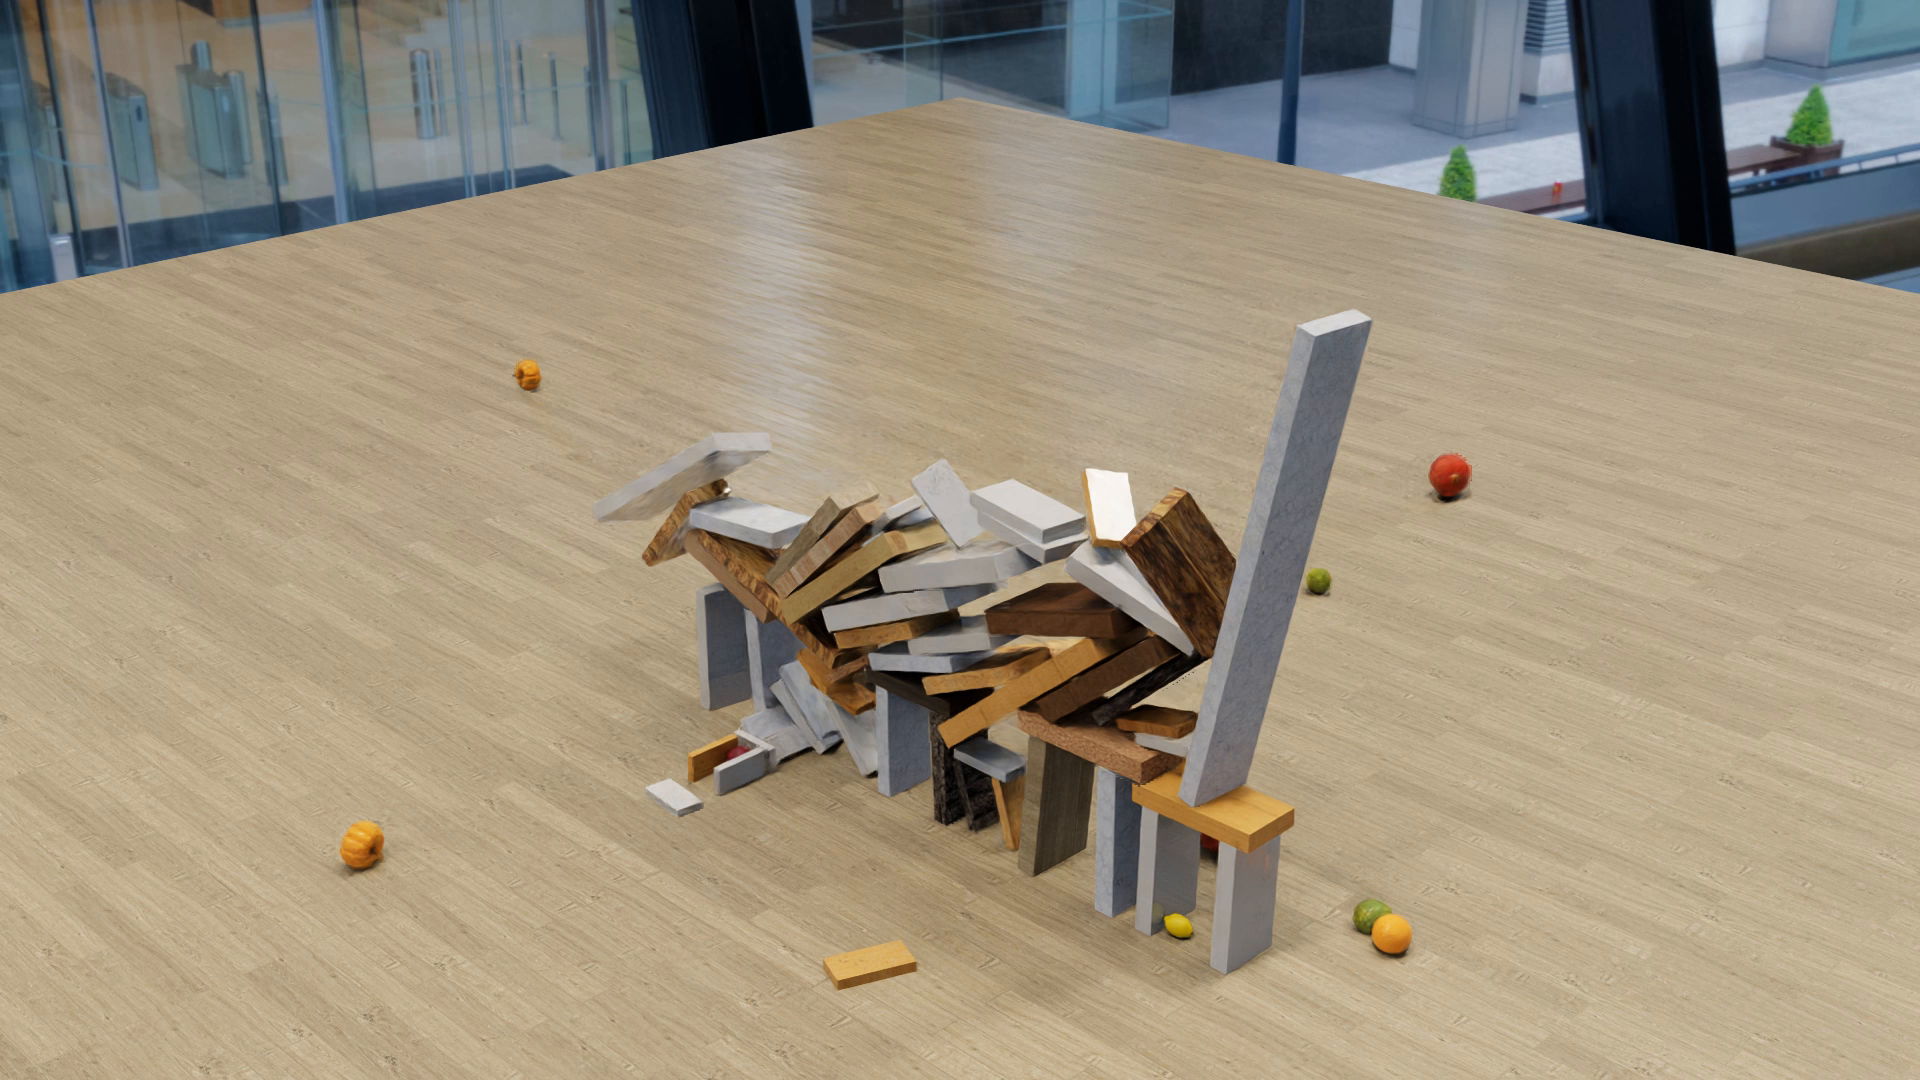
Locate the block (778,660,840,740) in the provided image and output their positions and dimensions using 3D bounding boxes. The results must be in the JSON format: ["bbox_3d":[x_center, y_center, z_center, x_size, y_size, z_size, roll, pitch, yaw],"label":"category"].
[{"bbox_3d":[-0.306,0.336,4.696,0.089,0.025,0.178,-14,63,-45],"label":"block"}]

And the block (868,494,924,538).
[{"bbox_3d":[-0.129,-0.046,4.371,0.079,0.022,0.158,-27,-5,-20],"label":"block"}]

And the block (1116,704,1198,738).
[{"bbox_3d":[0.365,0.328,3.991,0.075,0.021,0.150,-22,18,-39],"label":"block"}]

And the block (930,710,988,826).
[{"bbox_3d":[0.000,0.436,4.415,0.123,0.247,0.035,-21,27,-40],"label":"block"}]

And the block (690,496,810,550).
[{"bbox_3d":[-0.441,-0.038,4.666,0.253,0.036,0.126,15,25,39],"label":"block"}]

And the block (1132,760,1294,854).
[{"bbox_3d":[0.451,0.472,3.926,0.263,0.037,0.131,21,31,40],"label":"block"}]

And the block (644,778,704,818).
[{"bbox_3d":[-0.585,0.528,4.495,0.061,0.017,0.122,-18,29,-36],"label":"block"}]

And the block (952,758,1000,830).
[{"bbox_3d":[0.035,0.498,4.399,0.074,0.148,0.021,-21,12,-41],"label":"block"}]

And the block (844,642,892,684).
[{"bbox_3d":[-0.178,0.270,5.002,0.237,0.034,0.118,-15,27,-31],"label":"block"}]

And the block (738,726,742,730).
[{"bbox_3d":[-0.418,0.410,4.718,0.115,0.058,0.016,-19,9,-38],"label":"block"}]

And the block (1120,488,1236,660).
[{"bbox_3d":[0.395,0.058,3.709,0.137,0.274,0.039,-44,28,-12],"label":"block"}]

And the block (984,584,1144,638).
[{"bbox_3d":[0.220,0.127,4.034,0.168,0.048,0.336,-22,13,-38],"label":"block"}]

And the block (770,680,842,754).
[{"bbox_3d":[-0.321,0.366,4.715,0.178,0.025,0.089,53,40,5],"label":"block"}]

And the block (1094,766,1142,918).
[{"bbox_3d":[0.321,0.538,4.104,0.152,0.303,0.043,-21,30,-41],"label":"block"}]

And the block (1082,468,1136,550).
[{"bbox_3d":[0.267,-0.055,3.921,0.080,0.023,0.160,7,50,-17],"label":"block"}]

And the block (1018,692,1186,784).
[{"bbox_3d":[0.270,0.355,4.084,0.303,0.043,0.152,21,31,40],"label":"block"}]

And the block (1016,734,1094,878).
[{"bbox_3d":[0.189,0.485,4.225,0.152,0.303,0.043,-21,36,-41],"label":"block"}]

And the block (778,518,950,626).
[{"bbox_3d":[-0.194,0.065,4.447,0.349,0.049,0.175,-33,-11,40],"label":"block"}]

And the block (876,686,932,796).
[{"bbox_3d":[-0.113,0.393,4.519,0.123,0.247,0.035,-21,30,-40],"label":"block"}]

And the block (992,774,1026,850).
[{"bbox_3d":[0.109,0.525,4.333,0.021,0.149,0.074,-1,16,46],"label":"block"}]

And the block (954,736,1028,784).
[{"bbox_3d":[0.065,0.432,4.337,0.074,0.021,0.149,-20,30,-39],"label":"block"}]

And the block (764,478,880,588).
[{"bbox_3d":[-0.285,-0.010,4.562,0.039,0.275,0.138,49,37,11],"label":"block"}]

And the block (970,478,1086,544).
[{"bbox_3d":[0.126,-0.054,4.099,0.104,0.029,0.208,-17,32,-35],"label":"block"}]

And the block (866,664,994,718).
[{"bbox_3d":[-0.061,0.283,4.409,0.123,0.035,0.247,-22,30,-39],"label":"block"}]

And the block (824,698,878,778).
[{"bbox_3d":[-0.207,0.399,4.623,0.089,0.178,0.025,-23,-8,-42],"label":"block"}]

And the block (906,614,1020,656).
[{"bbox_3d":[0.021,0.181,4.252,0.123,0.035,0.246,-24,11,-39],"label":"block"}]

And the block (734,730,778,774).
[{"bbox_3d":[-0.430,0.445,4.636,0.115,0.058,0.016,21,37,40],"label":"block"}]

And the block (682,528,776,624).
[{"bbox_3d":[-0.452,0.060,4.737,0.142,0.040,0.283,-21,51,-41],"label":"block"}]

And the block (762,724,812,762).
[{"bbox_3d":[-0.371,0.433,4.677,0.115,0.016,0.058,-22,70,-41],"label":"block"}]

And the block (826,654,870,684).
[{"bbox_3d":[-0.206,0.257,4.532,0.137,0.019,0.068,-29,-8,41],"label":"block"}]
